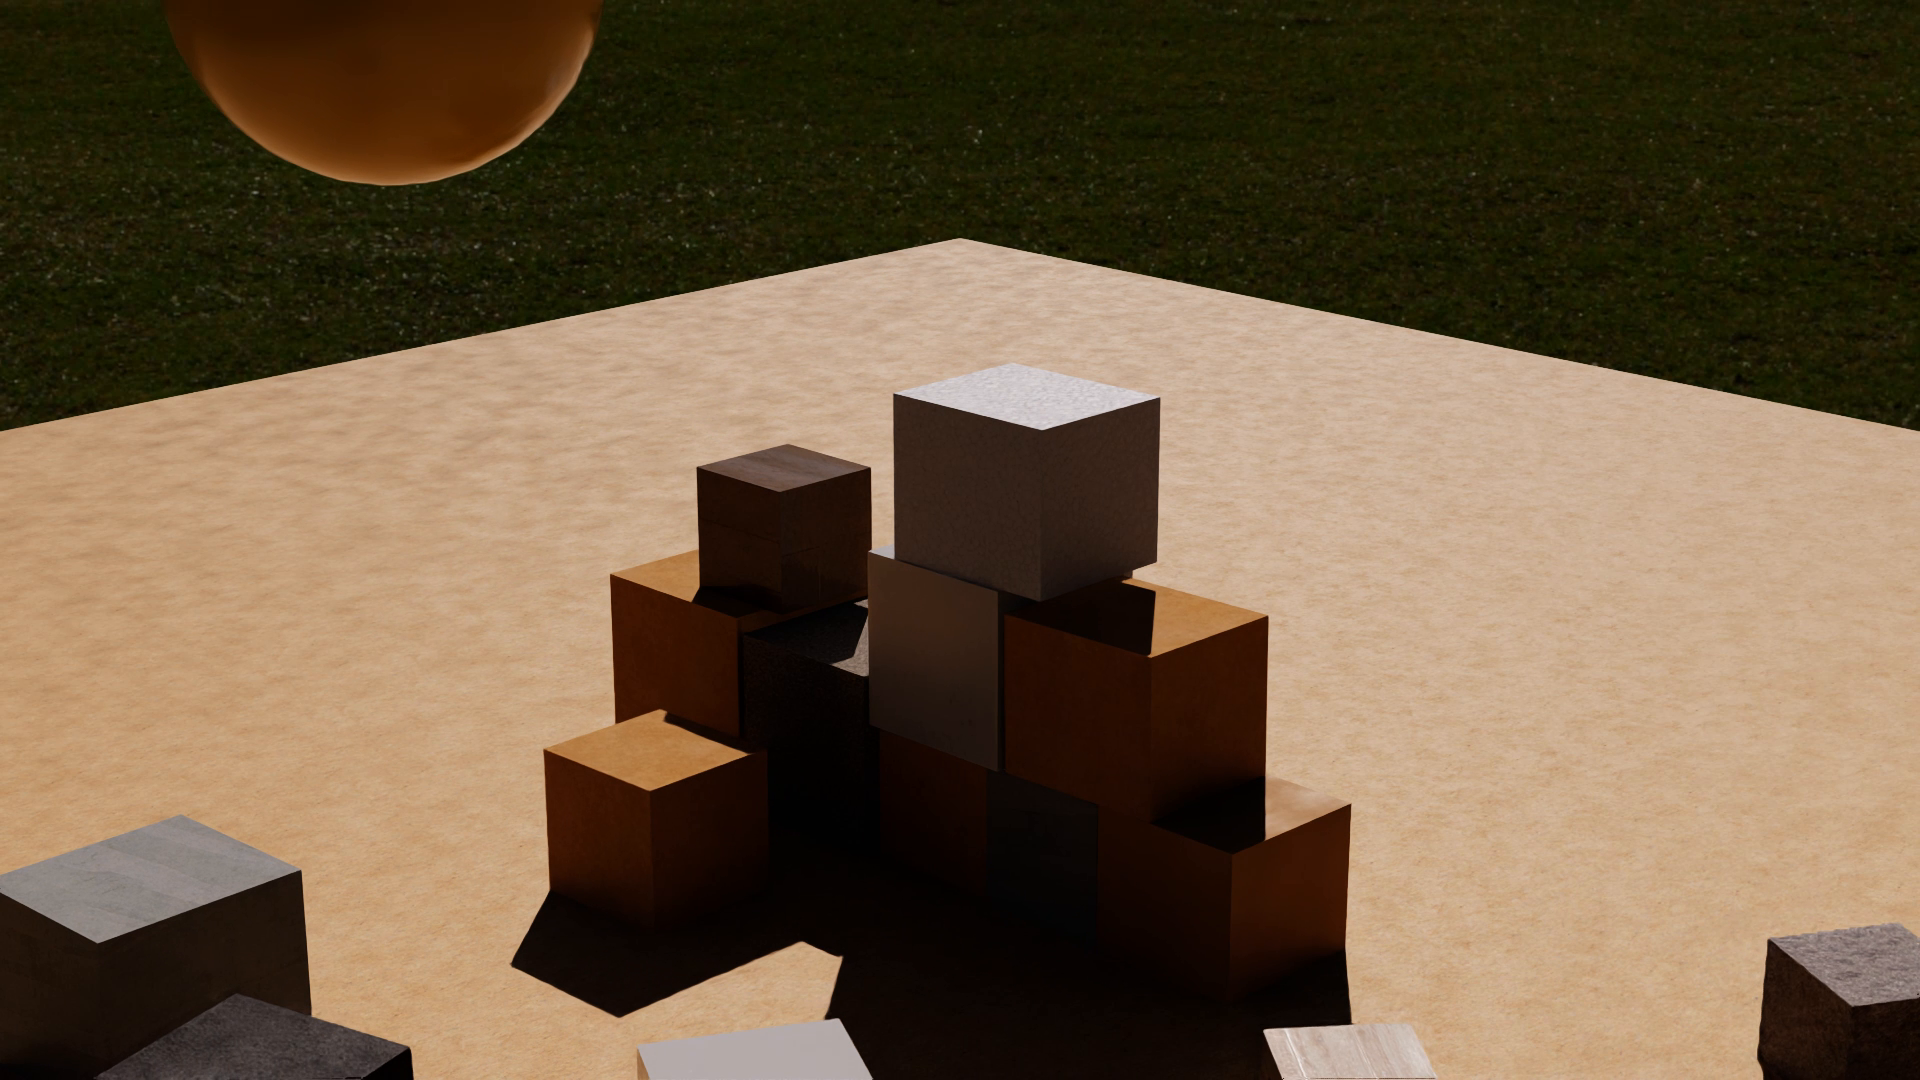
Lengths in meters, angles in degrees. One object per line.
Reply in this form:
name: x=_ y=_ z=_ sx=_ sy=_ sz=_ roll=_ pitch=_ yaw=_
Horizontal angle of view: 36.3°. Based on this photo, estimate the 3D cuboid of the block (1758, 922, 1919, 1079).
block: x=3.554 y=1.891 z=11.456 sx=0.578 sy=0.522 sz=0.619 roll=-5 pitch=18 yaw=-14

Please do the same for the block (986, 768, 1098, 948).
block: x=0.625 y=1.299 z=13.096 sx=0.762 sy=0.668 sz=0.669 roll=-16 pitch=24 yaw=-42

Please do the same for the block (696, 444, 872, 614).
block: x=-0.850 y=-0.061 z=14.226 sx=0.590 sy=0.609 sz=0.603 roll=-17 pitch=24 yaw=-42

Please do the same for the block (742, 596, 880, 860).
block: x=-0.424 y=0.873 z=14.054 sx=0.836 sy=0.908 sz=0.881 roll=17 pitch=24 yaw=42

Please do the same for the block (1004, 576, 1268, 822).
block: x=0.762 y=0.672 z=12.731 sx=0.761 sy=0.733 sz=0.846 roll=-17 pitch=23 yaw=-42

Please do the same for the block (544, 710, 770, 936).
block: x=-1.361 y=1.259 z=13.194 sx=0.722 sy=0.687 sz=0.689 roll=16 pitch=23 yaw=41

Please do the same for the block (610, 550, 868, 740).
block: x=-1.079 y=0.645 z=14.646 sx=0.897 sy=0.988 sz=0.958 roll=-17 pitch=24 yaw=-42

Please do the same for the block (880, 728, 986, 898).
block: x=0.119 y=1.154 z=13.551 sx=0.670 sy=0.673 sz=0.716 roll=-17 pitch=24 yaw=-42

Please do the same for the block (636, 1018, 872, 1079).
block: x=-0.689 y=2.182 z=10.133 sx=0.728 sy=0.762 sz=0.630 roll=-5 pitch=18 yaw=-16

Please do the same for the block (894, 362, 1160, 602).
block: x=0.291 y=-0.273 z=12.932 sx=0.884 sy=0.758 sz=0.766 roll=16 pitch=24 yaw=41

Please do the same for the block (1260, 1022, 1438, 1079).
block: x=1.405 y=2.127 z=10.616 sx=0.550 sy=0.555 sz=0.498 roll=-2 pitch=20 yaw=-6

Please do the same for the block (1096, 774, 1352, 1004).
block: x=1.130 y=1.448 z=12.606 sx=0.779 sy=0.678 sz=0.750 roll=-16 pitch=24 yaw=-42

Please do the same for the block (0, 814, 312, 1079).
block: x=-3.214 y=1.695 z=11.635 sx=0.833 sy=0.790 sz=0.914 roll=15 pitch=23 yaw=40

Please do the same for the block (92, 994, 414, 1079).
block: x=-2.432 y=2.180 z=9.989 sx=0.803 sy=0.813 sz=0.861 roll=10 pitch=23 yaw=29

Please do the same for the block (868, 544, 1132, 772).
block: x=0.183 y=0.441 z=13.310 sx=0.873 sy=0.831 sz=0.818 roll=-17 pitch=24 yaw=-42

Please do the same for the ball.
ball: x=-2.064 y=-2.077 z=10.526 sx=1.600 sy=1.600 sz=1.600 roll=0 pitch=17 yaw=0
